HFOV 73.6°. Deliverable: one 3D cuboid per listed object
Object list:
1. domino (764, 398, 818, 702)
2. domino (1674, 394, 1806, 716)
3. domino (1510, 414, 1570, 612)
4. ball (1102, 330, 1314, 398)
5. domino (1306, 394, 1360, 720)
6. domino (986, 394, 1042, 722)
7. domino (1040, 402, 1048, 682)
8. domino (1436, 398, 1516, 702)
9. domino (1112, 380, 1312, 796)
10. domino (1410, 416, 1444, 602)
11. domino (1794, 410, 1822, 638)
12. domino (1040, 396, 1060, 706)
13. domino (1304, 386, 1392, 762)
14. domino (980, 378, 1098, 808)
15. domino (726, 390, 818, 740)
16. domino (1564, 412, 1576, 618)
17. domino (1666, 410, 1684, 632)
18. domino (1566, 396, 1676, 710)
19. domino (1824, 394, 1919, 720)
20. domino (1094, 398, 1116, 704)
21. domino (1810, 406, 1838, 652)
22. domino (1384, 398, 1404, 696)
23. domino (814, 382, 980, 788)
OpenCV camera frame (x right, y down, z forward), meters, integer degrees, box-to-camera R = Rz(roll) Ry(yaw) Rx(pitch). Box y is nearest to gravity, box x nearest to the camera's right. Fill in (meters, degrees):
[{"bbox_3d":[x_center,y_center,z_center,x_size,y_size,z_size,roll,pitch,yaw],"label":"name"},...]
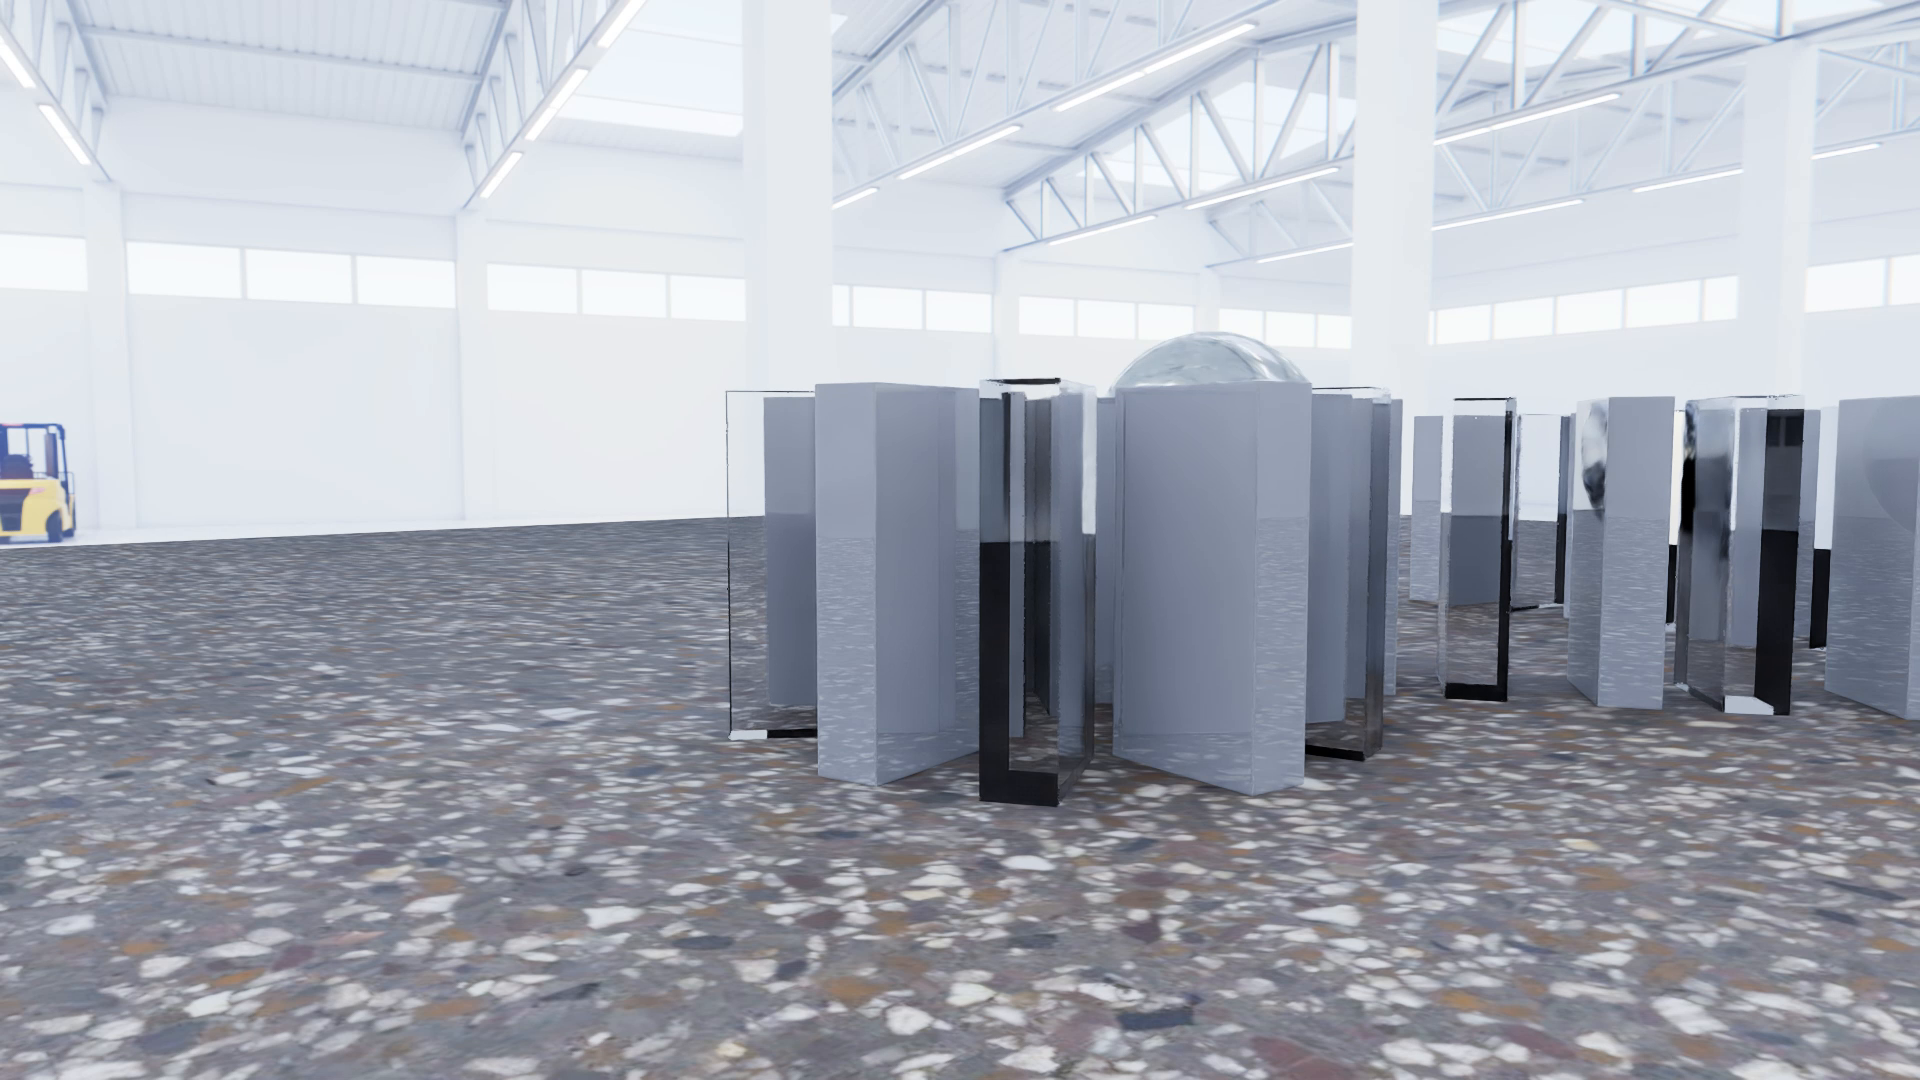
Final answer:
[{"bbox_3d":[-0.019,0.002,0.214,0.025,0.050,0.009,1,4,15],"label":"domino"},{"bbox_3d":[0.128,0.002,0.213,0.010,0.050,0.025,1,4,13],"label":"domino"},{"bbox_3d":[0.148,-0.008,0.335,0.025,0.050,0.010,-3,5,-33],"label":"domino"},{"bbox_3d":[0.084,-0.030,0.432,0.080,0.080,0.080,0,4,0],"label":"ball"},{"bbox_3d":[0.048,0.003,0.200,0.025,0.050,0.009,-1,5,-18],"label":"domino"},{"bbox_3d":[0.000,0.003,0.200,0.025,0.050,0.009,0,4,5],"label":"domino"},{"bbox_3d":[0.009,0.000,0.239,0.009,0.050,0.025,-1,4,-11],"label":"domino"},{"bbox_3d":[0.089,0.001,0.223,0.009,0.050,0.025,1,4,17],"label":"domino"},{"bbox_3d":[0.032,0.005,0.166,0.010,0.050,0.025,-3,5,-35],"label":"domino"},{"bbox_3d":[0.136,-0.009,0.352,0.025,0.050,0.009,-3,5,-33],"label":"domino"},{"bbox_3d":[0.180,-0.004,0.284,0.025,0.050,0.009,-2,5,-29],"label":"domino"},{"bbox_3d":[0.006,0.001,0.217,0.009,0.050,0.025,-2,5,-29],"label":"domino"},{"bbox_3d":[0.046,0.004,0.181,0.025,0.050,0.009,3,5,33],"label":"domino"},{"bbox_3d":[0.010,0.005,0.162,0.010,0.050,0.025,1,4,16],"label":"domino"},{"bbox_3d":[-0.021,0.003,0.189,0.025,0.050,0.009,-1,4,-8],"label":"domino"},{"bbox_3d":[0.161,-0.006,0.315,0.025,0.050,0.009,-3,5,-33],"label":"domino"},{"bbox_3d":[0.171,-0.005,0.299,0.025,0.050,0.009,-3,5,-31],"label":"domino"},{"bbox_3d":[0.111,0.001,0.217,0.010,0.050,0.025,1,4,15],"label":"domino"},{"bbox_3d":[0.153,0.002,0.208,0.009,0.050,0.025,1,4,9],"label":"domino"},{"bbox_3d":[0.021,0.001,0.221,0.009,0.050,0.025,0,4,-3],"label":"domino"},{"bbox_3d":[0.189,-0.002,0.266,0.025,0.050,0.009,-2,5,-27],"label":"domino"},{"bbox_3d":[0.073,0.000,0.228,0.010,0.050,0.025,1,4,16],"label":"domino"},{"bbox_3d":[-0.007,0.005,0.170,0.009,0.050,0.025,3,5,34],"label":"domino"}]
